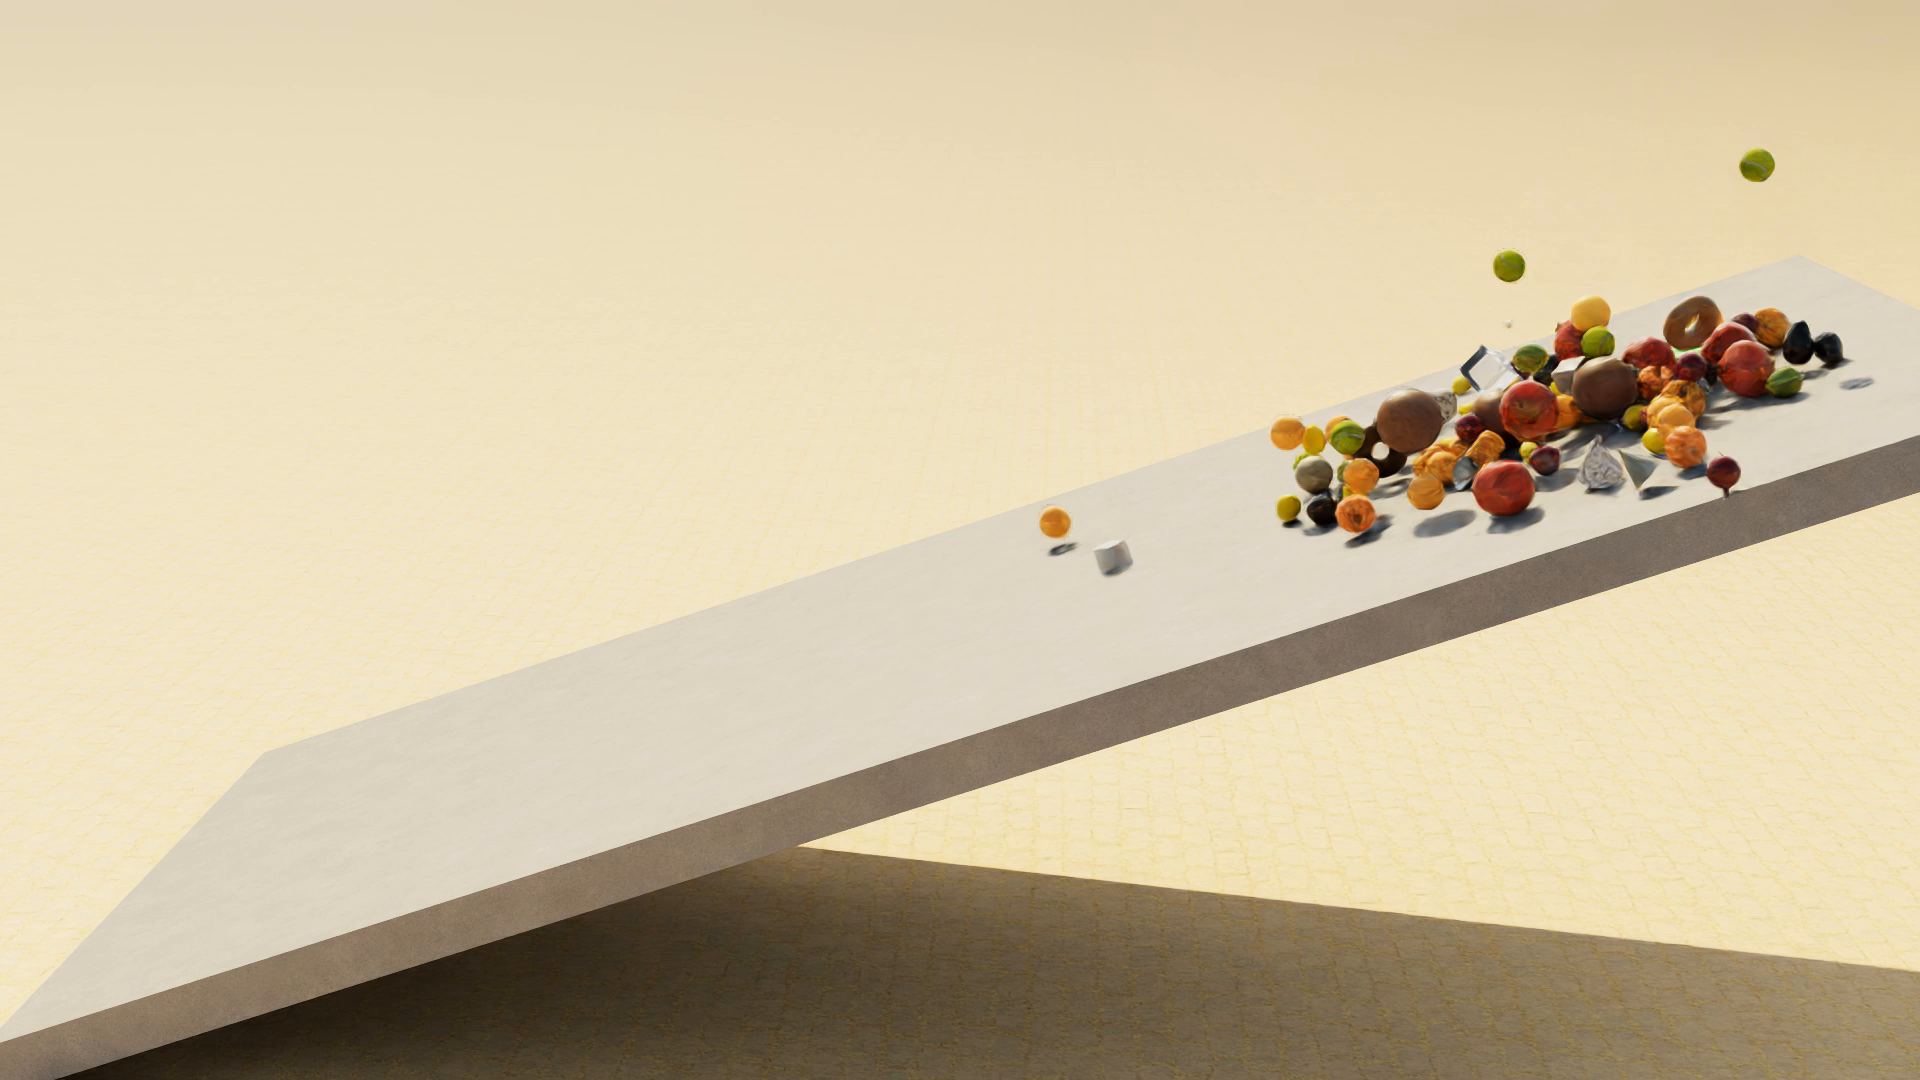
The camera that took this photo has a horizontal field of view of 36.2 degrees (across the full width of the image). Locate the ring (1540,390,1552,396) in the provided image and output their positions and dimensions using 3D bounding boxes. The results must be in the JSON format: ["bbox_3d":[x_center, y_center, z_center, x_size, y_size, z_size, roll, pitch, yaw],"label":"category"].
[{"bbox_3d":[1.304,-0.359,6.477,0.030,0.089,0.089,24,15,3],"label":"ring"}]

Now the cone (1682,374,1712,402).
[{"bbox_3d":[1.466,-0.295,5.893,0.057,0.057,0.057,23,40,-21],"label":"cone"}]

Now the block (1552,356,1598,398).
[{"bbox_3d":[1.271,-0.338,6.086,0.059,0.059,0.059,-9,25,46],"label":"block"}]

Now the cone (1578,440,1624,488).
[{"bbox_3d":[1.197,-0.158,5.528,0.087,0.087,0.087,-13,40,11],"label":"cone"}]

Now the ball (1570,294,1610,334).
[{"bbox_3d":[1.304,-0.467,6.083,0.082,0.082,0.082,0,12,0],"label":"ball"}]

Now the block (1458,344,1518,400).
[{"bbox_3d":[1.120,-0.356,6.231,0.073,0.073,0.073,13,37,-50],"label":"block"}]

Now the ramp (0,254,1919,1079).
[{"bbox_3d":[0.106,0.181,6.306,4.000,0.100,2.000,-18,11,6],"label":"ramp"}]

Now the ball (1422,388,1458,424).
[{"bbox_3d":[1.019,-0.285,6.244,0.076,0.076,0.076,0,12,0],"label":"ball"}]

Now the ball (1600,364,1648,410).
[{"bbox_3d":[1.373,-0.318,6.081,0.095,0.095,0.095,0,12,0],"label":"ball"}]

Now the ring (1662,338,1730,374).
[{"bbox_3d":[1.564,-0.390,6.251,0.144,0.048,0.144,-19,10,3],"label":"ring"}]

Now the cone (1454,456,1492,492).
[{"bbox_3d":[1.038,-0.129,5.890,0.072,0.072,0.072,5,8,-28],"label":"cone"}]

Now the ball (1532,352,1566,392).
[{"bbox_3d":[1.262,-0.357,6.274,0.084,0.084,0.084,0,12,0],"label":"ball"}]

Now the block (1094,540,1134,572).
[{"bbox_3d":[0.326,0.033,6.256,0.052,0.052,0.052,-28,14,-40],"label":"block"}]

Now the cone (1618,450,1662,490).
[{"bbox_3d":[1.237,-0.142,5.398,0.074,0.074,0.074,40,21,8],"label":"cone"}]

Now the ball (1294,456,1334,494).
[{"bbox_3d":[0.758,-0.140,6.295,0.082,0.082,0.082,0,12,0],"label":"ball"}]

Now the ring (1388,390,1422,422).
[{"bbox_3d":[1.007,-0.300,6.645,0.083,0.083,0.028,8,24,35],"label":"ring"}]

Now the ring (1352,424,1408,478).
[{"bbox_3d":[0.880,-0.187,6.156,0.120,0.120,0.040,0,22,1],"label":"ring"}]

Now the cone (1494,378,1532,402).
[{"bbox_3d":[1.228,-0.367,6.597,0.089,0.089,0.089,-18,11,4],"label":"cone"}]

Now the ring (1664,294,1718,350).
[{"bbox_3d":[1.485,-0.442,5.974,0.125,0.125,0.042,-6,38,-26],"label":"ring"}]
